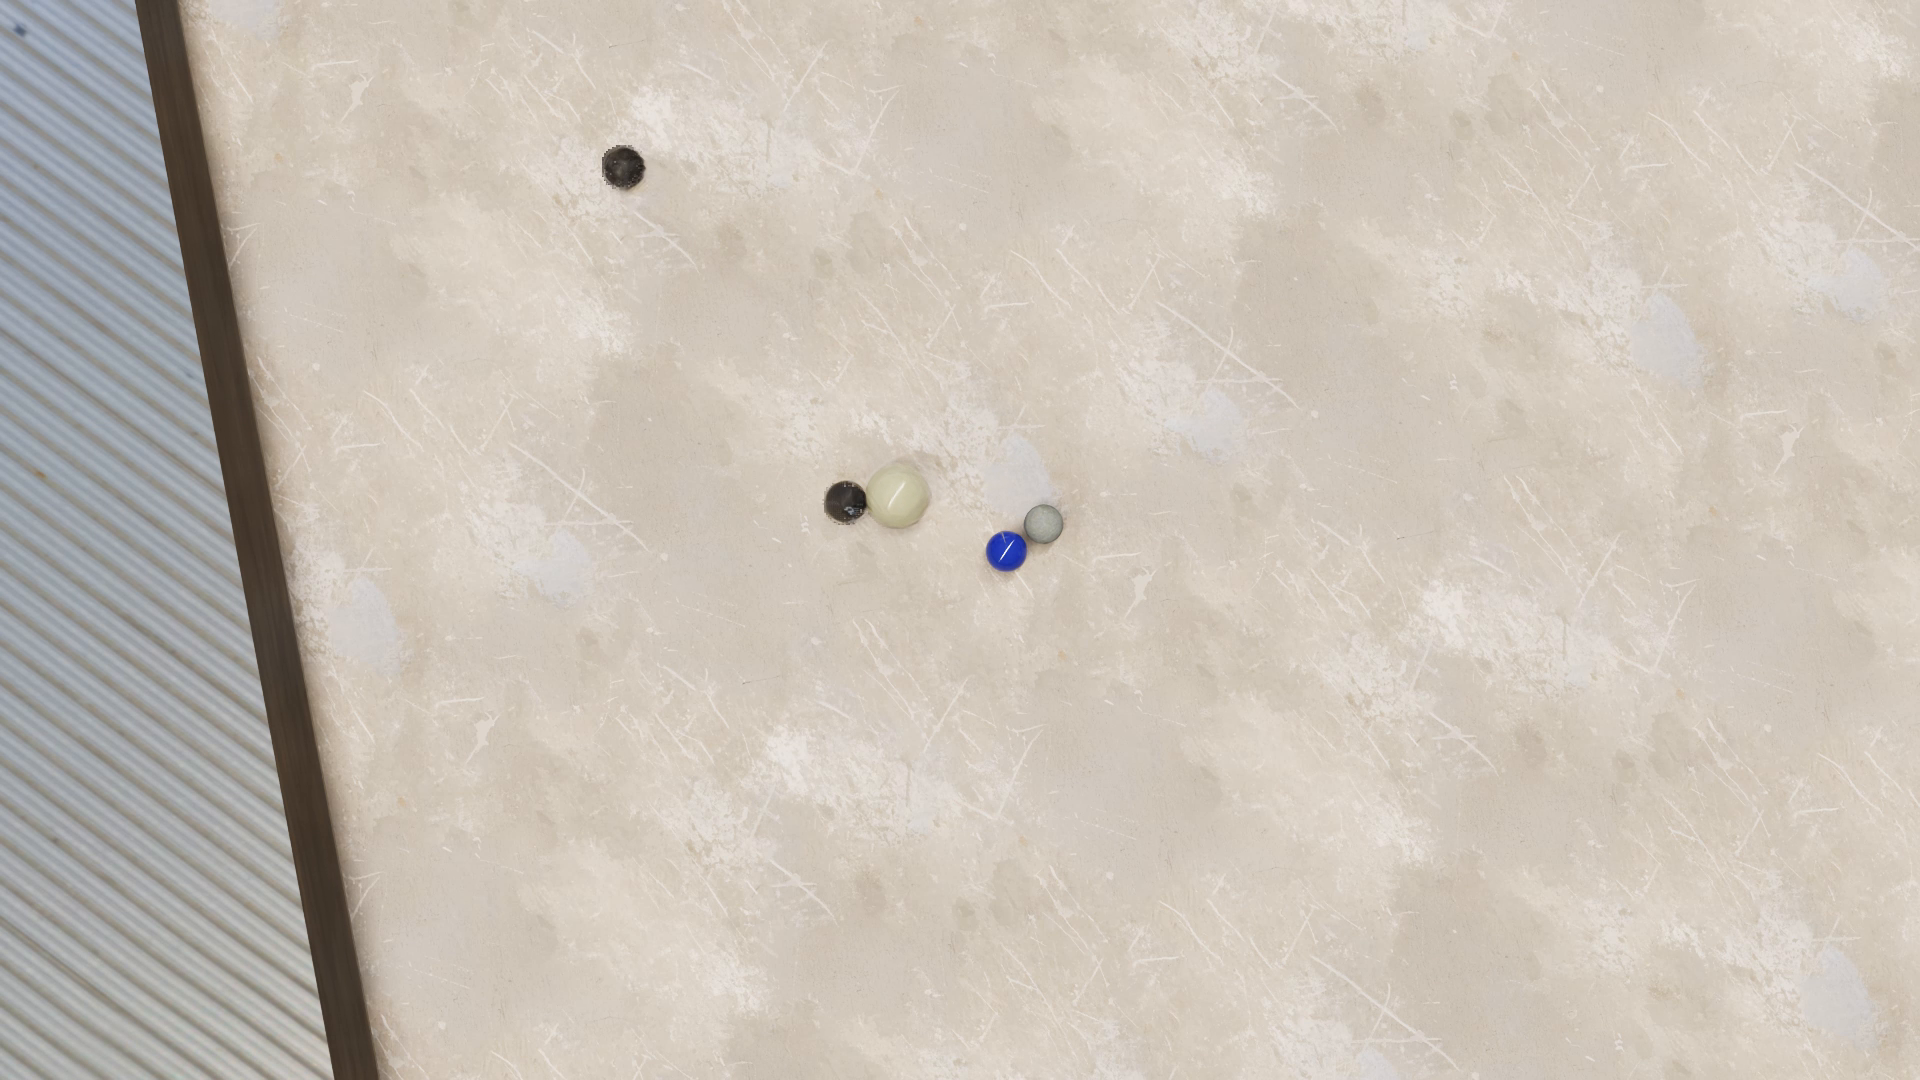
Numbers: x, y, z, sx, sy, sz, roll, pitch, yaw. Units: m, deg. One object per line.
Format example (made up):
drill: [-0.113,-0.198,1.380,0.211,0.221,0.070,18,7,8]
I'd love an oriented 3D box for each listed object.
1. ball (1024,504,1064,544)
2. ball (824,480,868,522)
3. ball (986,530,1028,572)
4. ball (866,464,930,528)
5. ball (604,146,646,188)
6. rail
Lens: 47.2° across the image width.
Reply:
ball: [0.124,-0.024,3.263,0.059,0.059,0.059,0,83,0]
ball: [-0.169,-0.057,3.265,0.063,0.063,0.063,0,83,0]
ball: [0.069,0.017,3.257,0.063,0.063,0.063,0,83,0]
ball: [-0.092,-0.066,3.250,0.094,0.094,0.094,0,83,0]
ball: [-0.507,-0.563,3.323,0.063,0.063,0.063,0,83,0]
rail: [-0.976,0.211,3.203,0.045,0.122,2.377,-12,84,-1]
